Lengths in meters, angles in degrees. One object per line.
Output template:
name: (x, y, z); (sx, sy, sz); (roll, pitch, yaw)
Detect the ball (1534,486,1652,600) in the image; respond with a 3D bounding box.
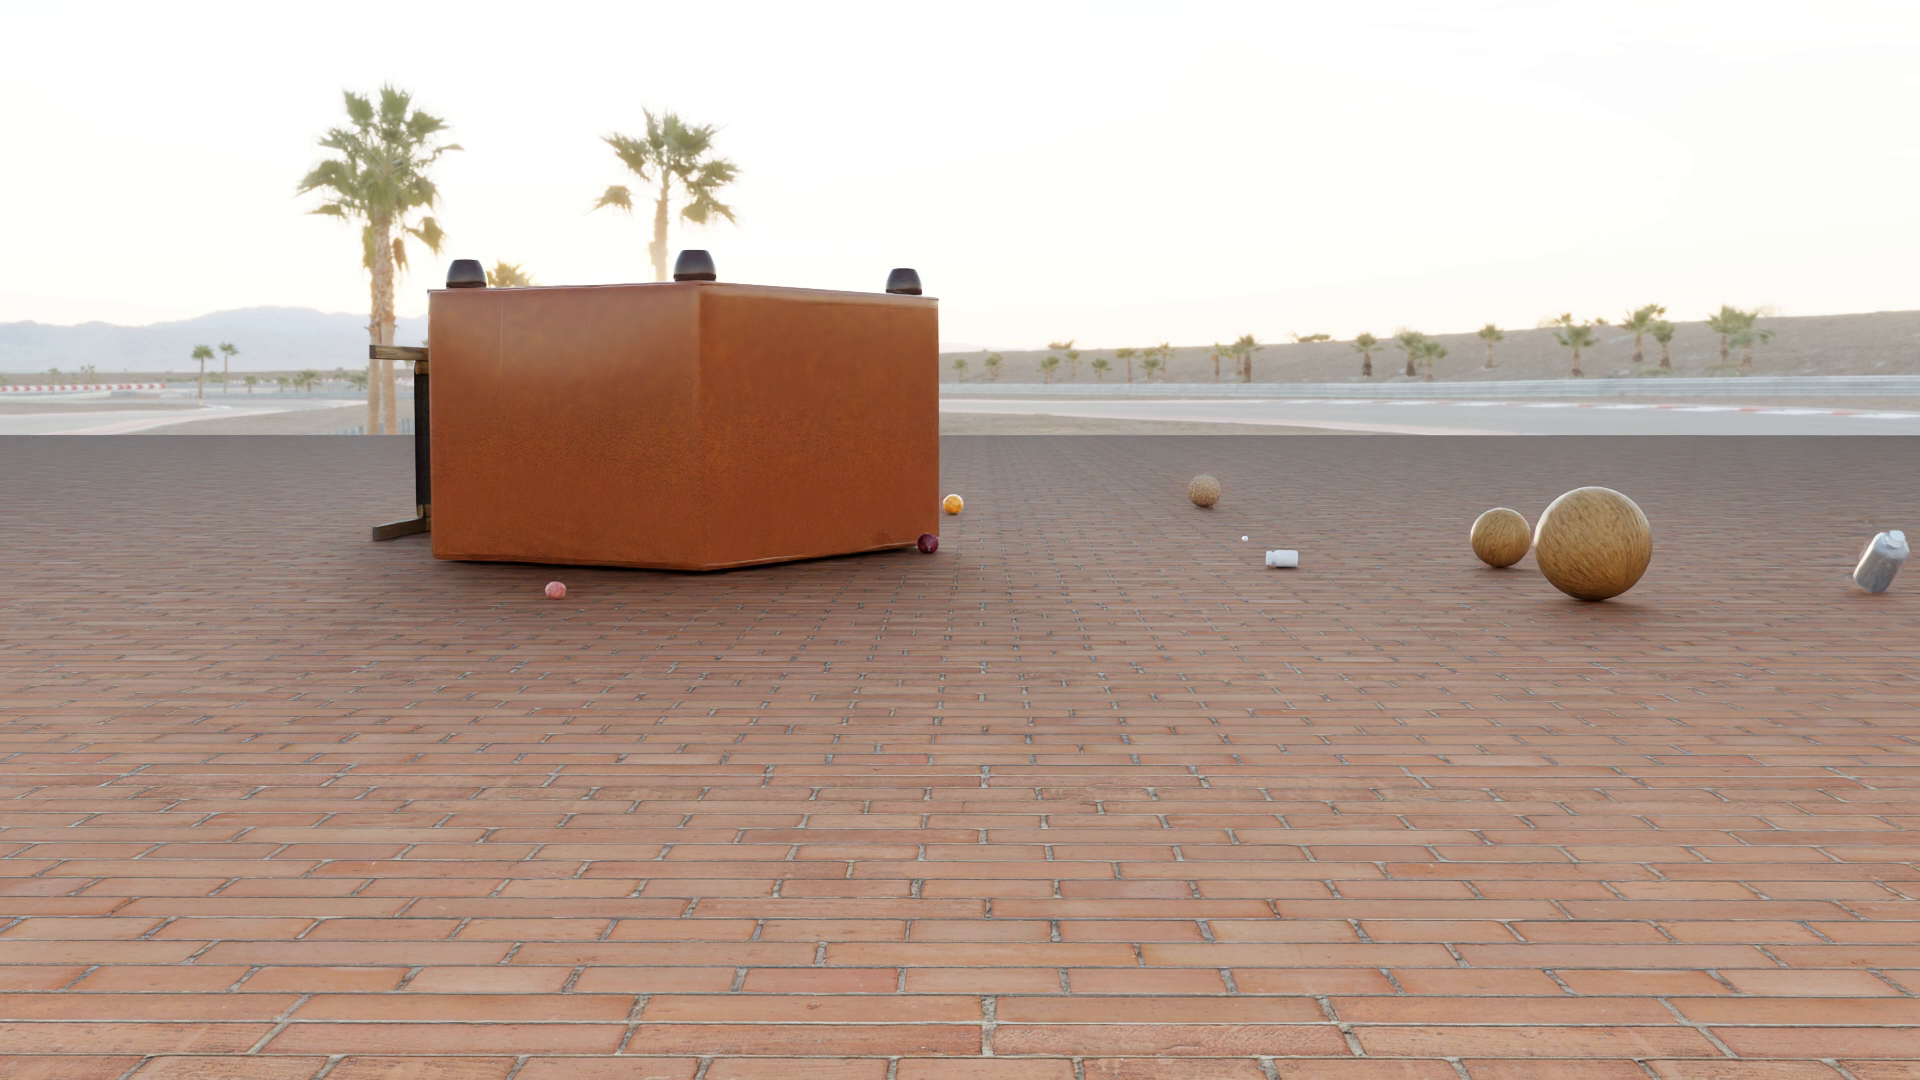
ball: (1.342, 0.008, 4.664); (0.242, 0.242, 0.242); (0, 4, 0)

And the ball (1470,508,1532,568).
ball: (1.363, -0.006, 5.543); (0.150, 0.150, 0.150); (0, 4, 0)

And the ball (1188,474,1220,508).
ball: (0.928, -0.187, 8.360); (0.126, 0.126, 0.126); (0, 4, 0)

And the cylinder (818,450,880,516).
cylinder: (-0.395, -0.203, 7.814); (0.160, 0.235, 0.220); (1, -24, 16)
